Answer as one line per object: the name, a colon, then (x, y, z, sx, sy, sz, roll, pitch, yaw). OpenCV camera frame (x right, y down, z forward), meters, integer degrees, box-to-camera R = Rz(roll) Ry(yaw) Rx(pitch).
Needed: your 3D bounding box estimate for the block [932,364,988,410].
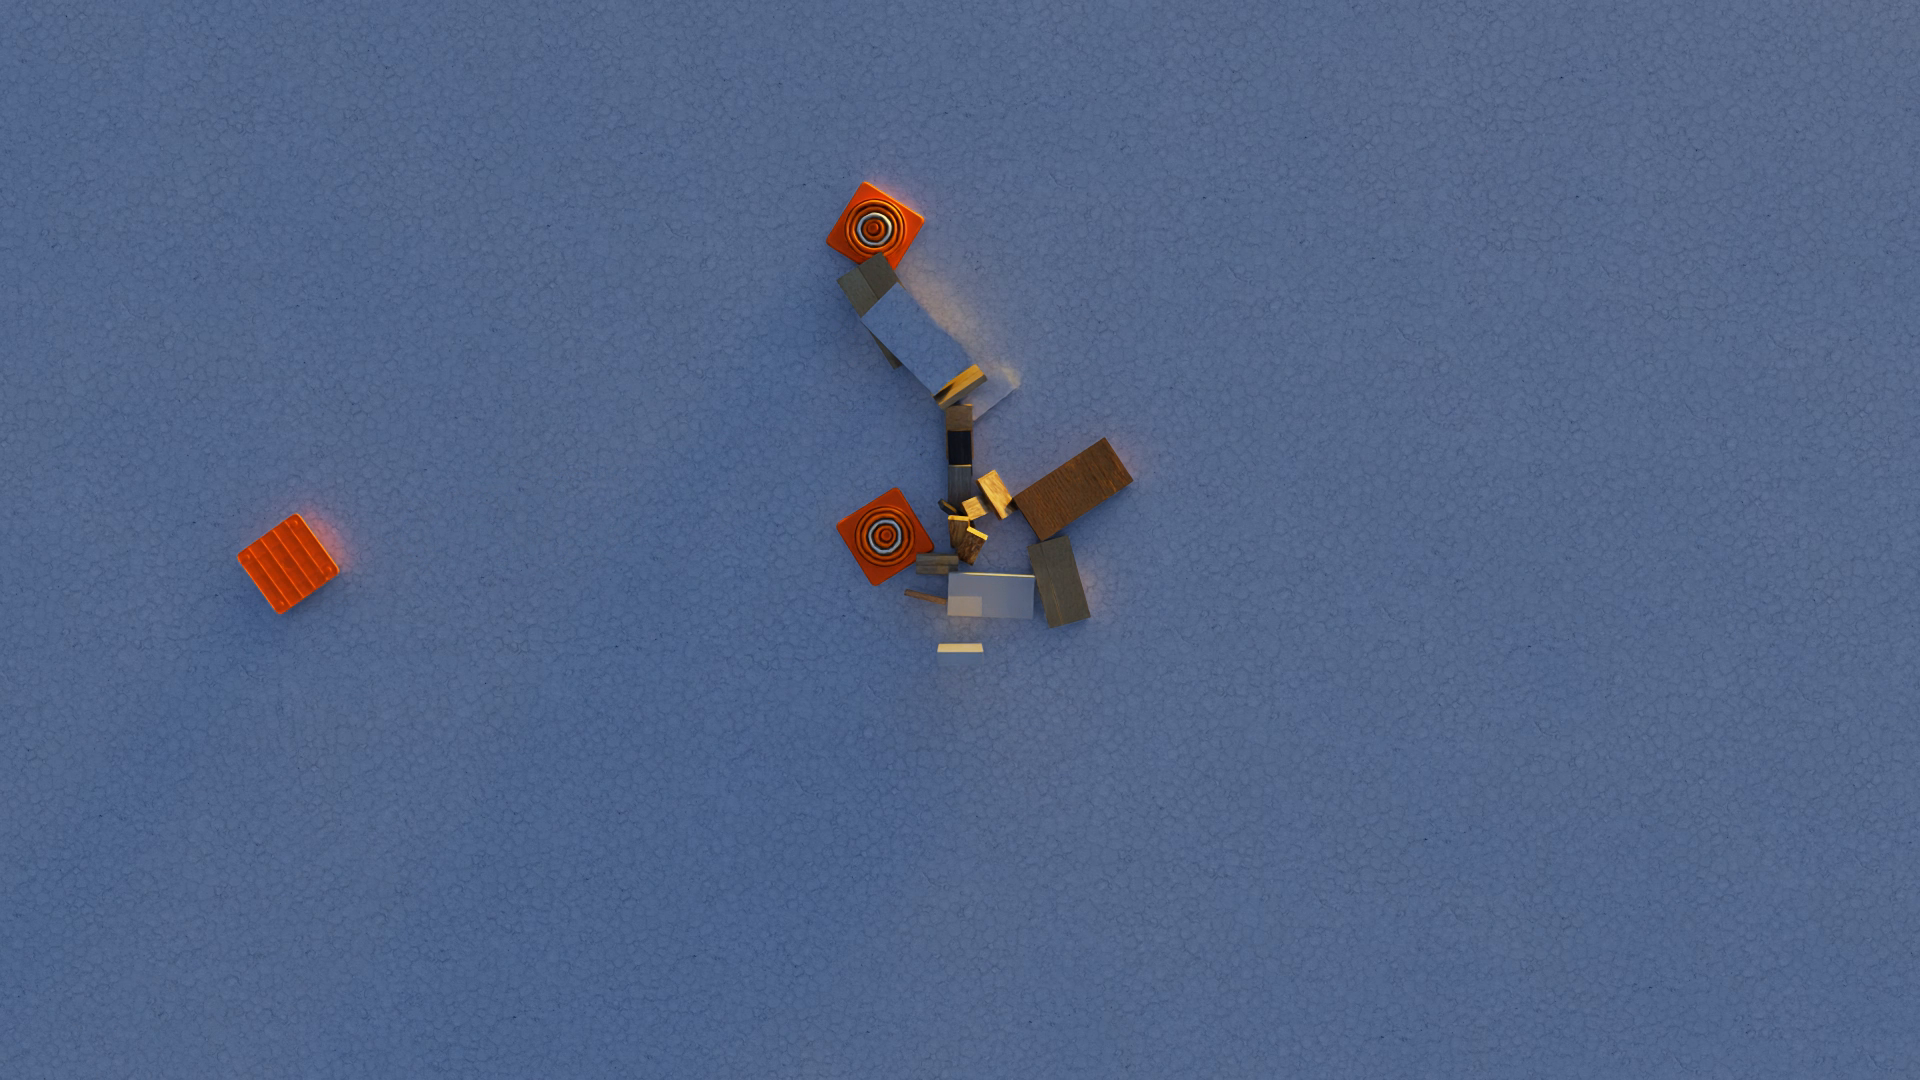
block: (-0.003, -0.506, 5.456, 0.179, 0.090, 0.025, -34, 125, 0)

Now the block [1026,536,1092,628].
block: (0.328, 0.138, 5.480, 0.141, 0.040, 0.283, -16, 90, 0)

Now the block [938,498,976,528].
block: (-0.011, -0.084, 5.446, 0.132, 0.066, 0.019, 34, 102, -20)

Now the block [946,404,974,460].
block: (-0.002, -0.358, 5.470, 0.090, 0.025, 0.179, -1, 101, 0)

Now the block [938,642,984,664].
block: (0.001, 0.363, 5.279, 0.141, 0.442, 0.040, 0, 90, 0)

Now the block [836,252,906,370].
block: (-0.239, -0.757, 5.453, 0.175, 0.049, 0.349, -33, 97, 0)

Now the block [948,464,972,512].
block: (-0.002, -0.173, 5.468, 0.077, 0.022, 0.154, 0, 106, 0)

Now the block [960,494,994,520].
block: (0.067, -0.113, 5.454, 0.132, 0.019, 0.066, -24, 86, -33)

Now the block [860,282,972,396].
block: (-0.146, -0.660, 5.420, 0.175, 0.049, 0.349, -45, 97, 2)

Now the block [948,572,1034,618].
block: (0.102, 0.182, 5.468, 0.283, 0.040, 0.141, 3, 100, 0)

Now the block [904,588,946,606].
block: (-0.114, 0.189, 5.465, 0.139, 0.070, 0.020, 14, 90, 0)

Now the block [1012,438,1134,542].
block: (0.374, -0.167, 5.475, 0.366, 0.049, 0.175, -33, 90, 0)

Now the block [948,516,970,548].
block: (-0.001, -0.025, 5.441, 0.066, 0.132, 0.019, 5, 46, 10)

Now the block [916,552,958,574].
block: (-0.076, 0.079, 5.474, 0.140, 0.020, 0.070, 0, 117, -1)

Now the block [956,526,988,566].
block: (0.035, 0.021, 5.443, 0.070, 0.140, 0.020, 27, 46, 0)

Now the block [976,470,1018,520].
block: (0.123, -0.148, 5.471, 0.077, 0.022, 0.154, -32, 90, -31)

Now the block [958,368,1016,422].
block: (0.089, -0.484, 5.487, 0.179, 0.025, 0.090, -38, 90, 0)

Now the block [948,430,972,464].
block: (0.000, -0.288, 5.458, 0.077, 0.022, 0.154, -2, 106, 0)
